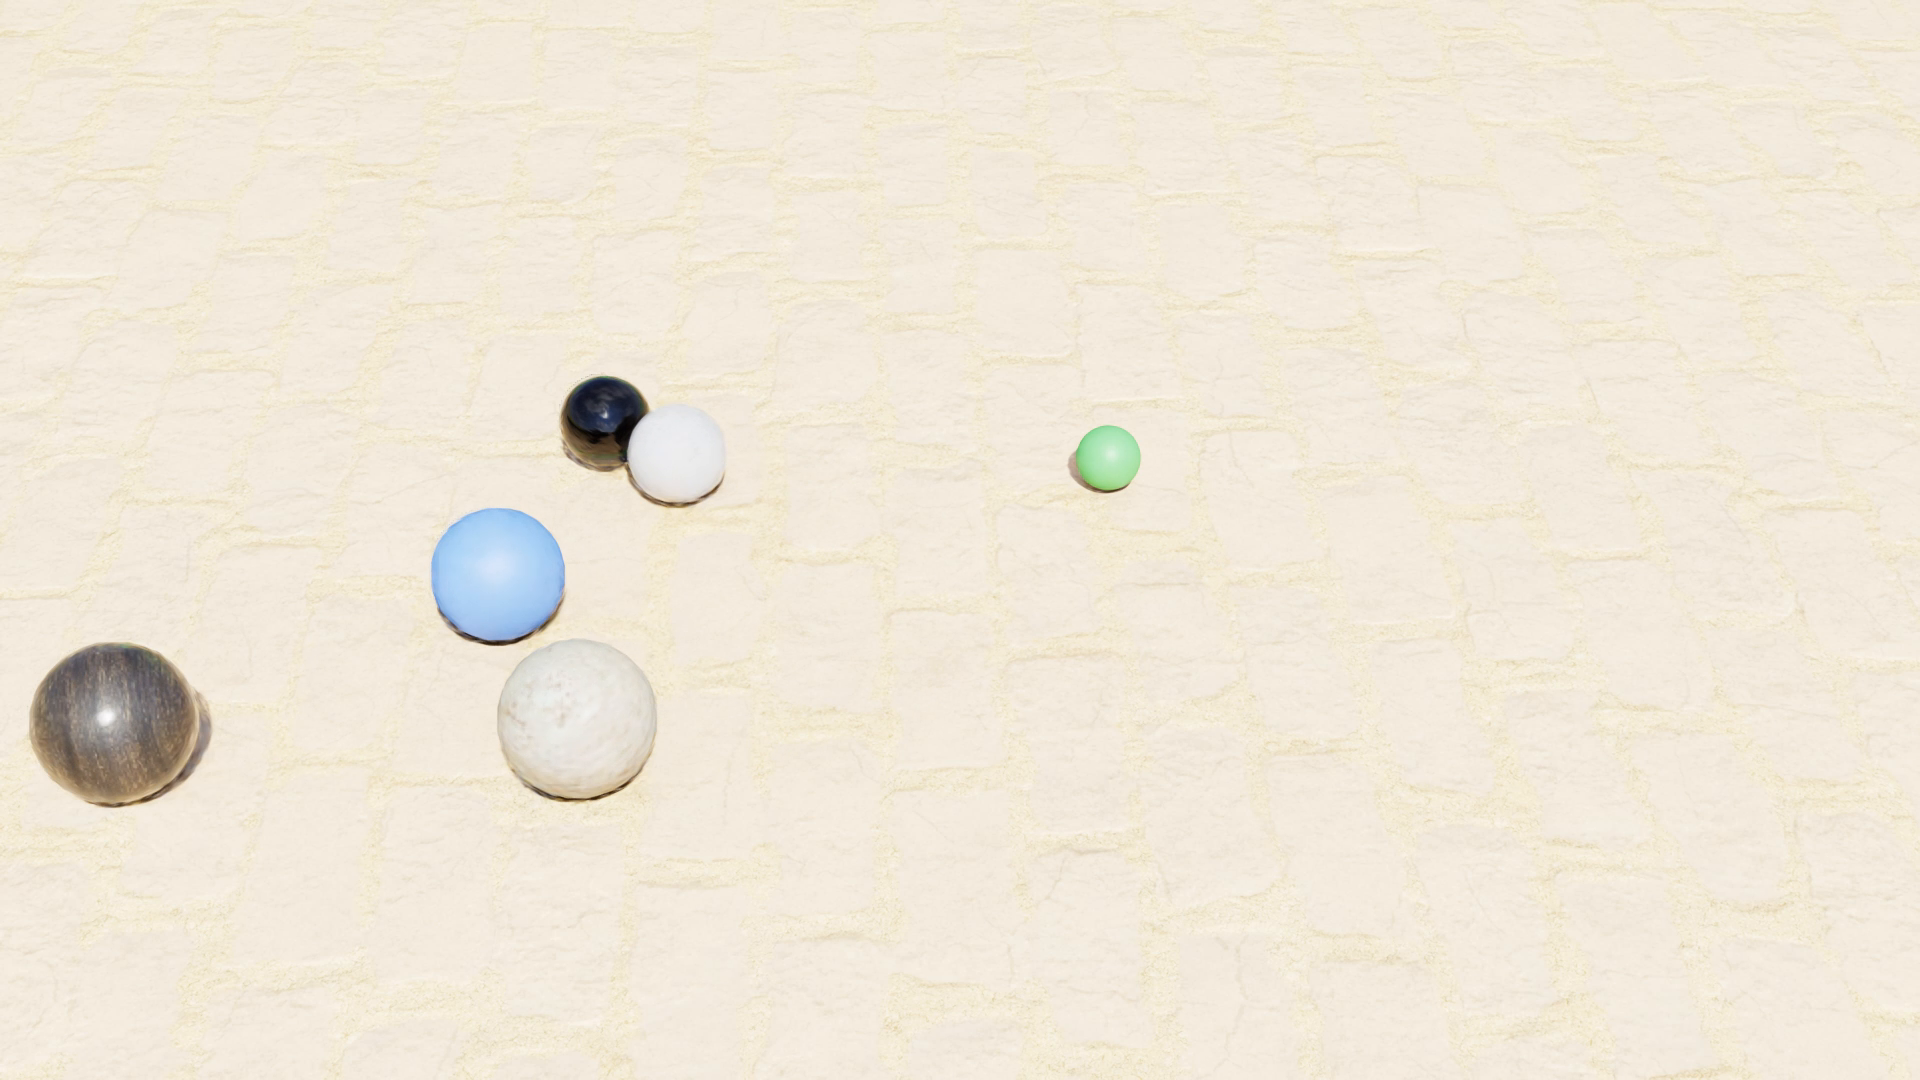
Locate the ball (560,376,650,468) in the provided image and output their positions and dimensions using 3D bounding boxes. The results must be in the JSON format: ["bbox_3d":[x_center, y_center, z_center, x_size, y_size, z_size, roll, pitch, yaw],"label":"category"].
[{"bbox_3d":[-0.237,-0.079,1.715,0.062,0.062,0.062,0,36,0],"label":"ball"}]

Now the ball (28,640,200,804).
[{"bbox_3d":[-0.476,0.102,1.443,0.091,0.091,0.091,0,36,0],"label":"ball"}]

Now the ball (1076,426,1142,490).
[{"bbox_3d":[0.098,-0.054,1.697,0.043,0.043,0.043,0,36,0],"label":"ball"}]

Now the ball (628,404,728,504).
[{"bbox_3d":[-0.185,-0.057,1.681,0.066,0.066,0.066,0,36,0],"label":"ball"}]

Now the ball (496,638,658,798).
[{"bbox_3d":[-0.216,0.101,1.446,0.090,0.090,0.090,0,36,0],"label":"ball"}]

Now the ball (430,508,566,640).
[{"bbox_3d":[-0.281,0.021,1.562,0.081,0.081,0.081,0,36,0],"label":"ball"}]
